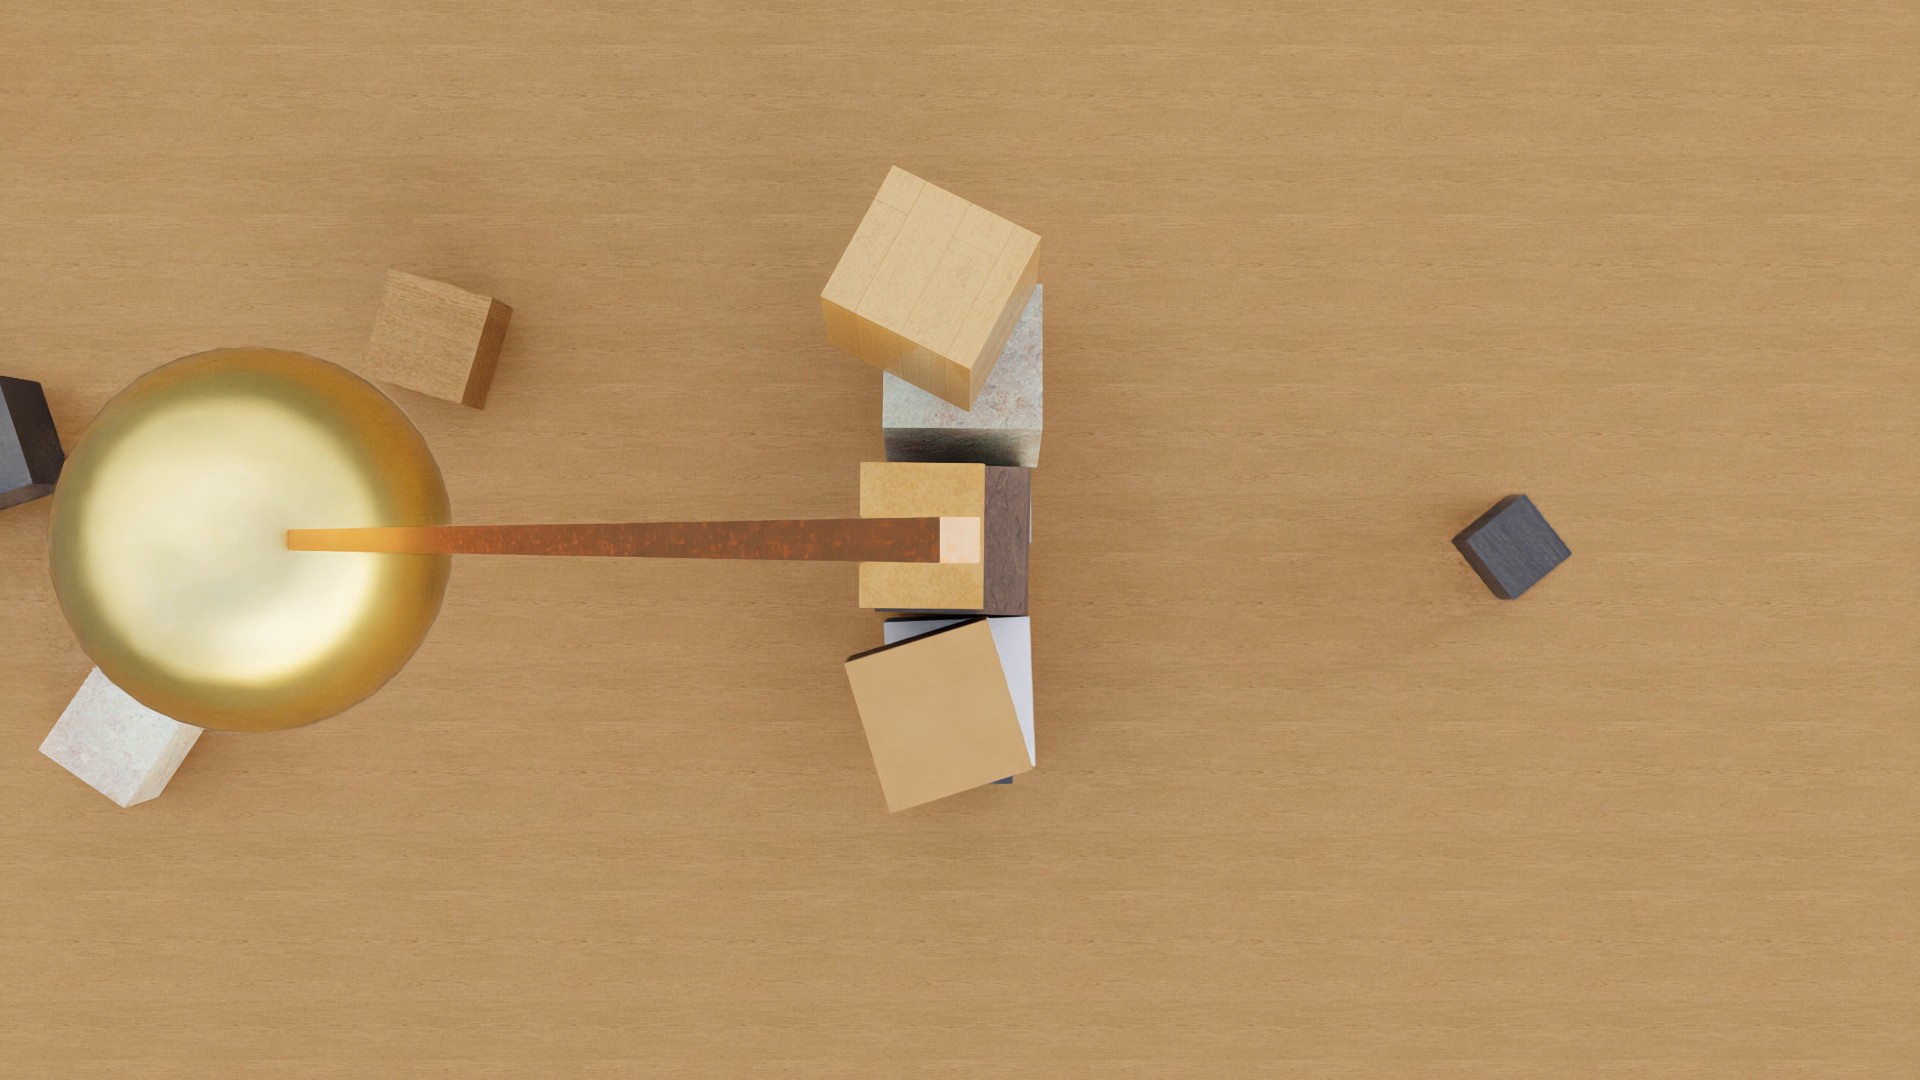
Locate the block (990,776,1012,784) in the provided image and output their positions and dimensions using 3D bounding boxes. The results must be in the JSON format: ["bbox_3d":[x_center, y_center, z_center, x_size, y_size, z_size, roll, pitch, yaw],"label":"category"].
[{"bbox_3d":[-0.013,1.034,12.641,0.613,0.718,0.659,0,90,0],"label":"block"}]

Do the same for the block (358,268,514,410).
[{"bbox_3d":[-3.021,-1.155,12.708,0.607,0.583,0.629,17,90,0],"label":"block"}]

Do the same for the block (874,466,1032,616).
[{"bbox_3d":[-0.036,-0.003,11.784,0.792,0.825,0.769,1,90,0],"label":"block"}]

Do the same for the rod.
[{"bbox_3d":[-1.259,0.000,6.103,0.080,5.200,0.080,0,90,-29],"label":"rod"}]

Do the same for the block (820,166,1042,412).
[{"bbox_3d":[-0.142,-1.262,11.165,0.825,0.737,0.771,27,78,6],"label":"block"}]

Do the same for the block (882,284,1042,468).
[{"bbox_3d":[0.015,-0.876,11.850,0.829,0.771,0.791,0,77,0],"label":"block"}]

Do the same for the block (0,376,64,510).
[{"bbox_3d":[-5.680,-0.511,12.709,0.724,0.581,0.647,-19,90,0],"label":"block"}]

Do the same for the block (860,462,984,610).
[{"bbox_3d":[-0.187,-0.022,11.088,0.610,0.568,0.716,1,90,0],"label":"block"}]

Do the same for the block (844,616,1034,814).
[{"bbox_3d":[-0.112,0.866,11.143,0.731,0.816,0.767,-17,90,-1],"label":"block"}]

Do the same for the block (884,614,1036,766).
[{"bbox_3d":[-0.003,0.812,11.920,0.767,0.723,0.788,-2,90,0],"label":"block"}]

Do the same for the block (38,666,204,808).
[{"bbox_3d":[-4.813,1.105,12.732,0.587,0.535,0.603,34,90,0],"label":"block"}]

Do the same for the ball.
[{"bbox_3d":[-2.906,0.000,9.078,1.600,1.600,1.600,0,90,0],"label":"ball"}]

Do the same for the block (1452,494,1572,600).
[{"bbox_3d":[3.204,0.040,12.797,0.429,0.407,0.440,-38,90,0],"label":"block"}]

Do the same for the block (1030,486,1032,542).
[{"bbox_3d":[-0.005,-0.325,12.598,0.798,0.803,0.679,0,90,0],"label":"block"}]

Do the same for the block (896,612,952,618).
[{"bbox_3d":[-0.002,0.356,12.658,0.708,0.685,0.666,0,90,0],"label":"block"}]
